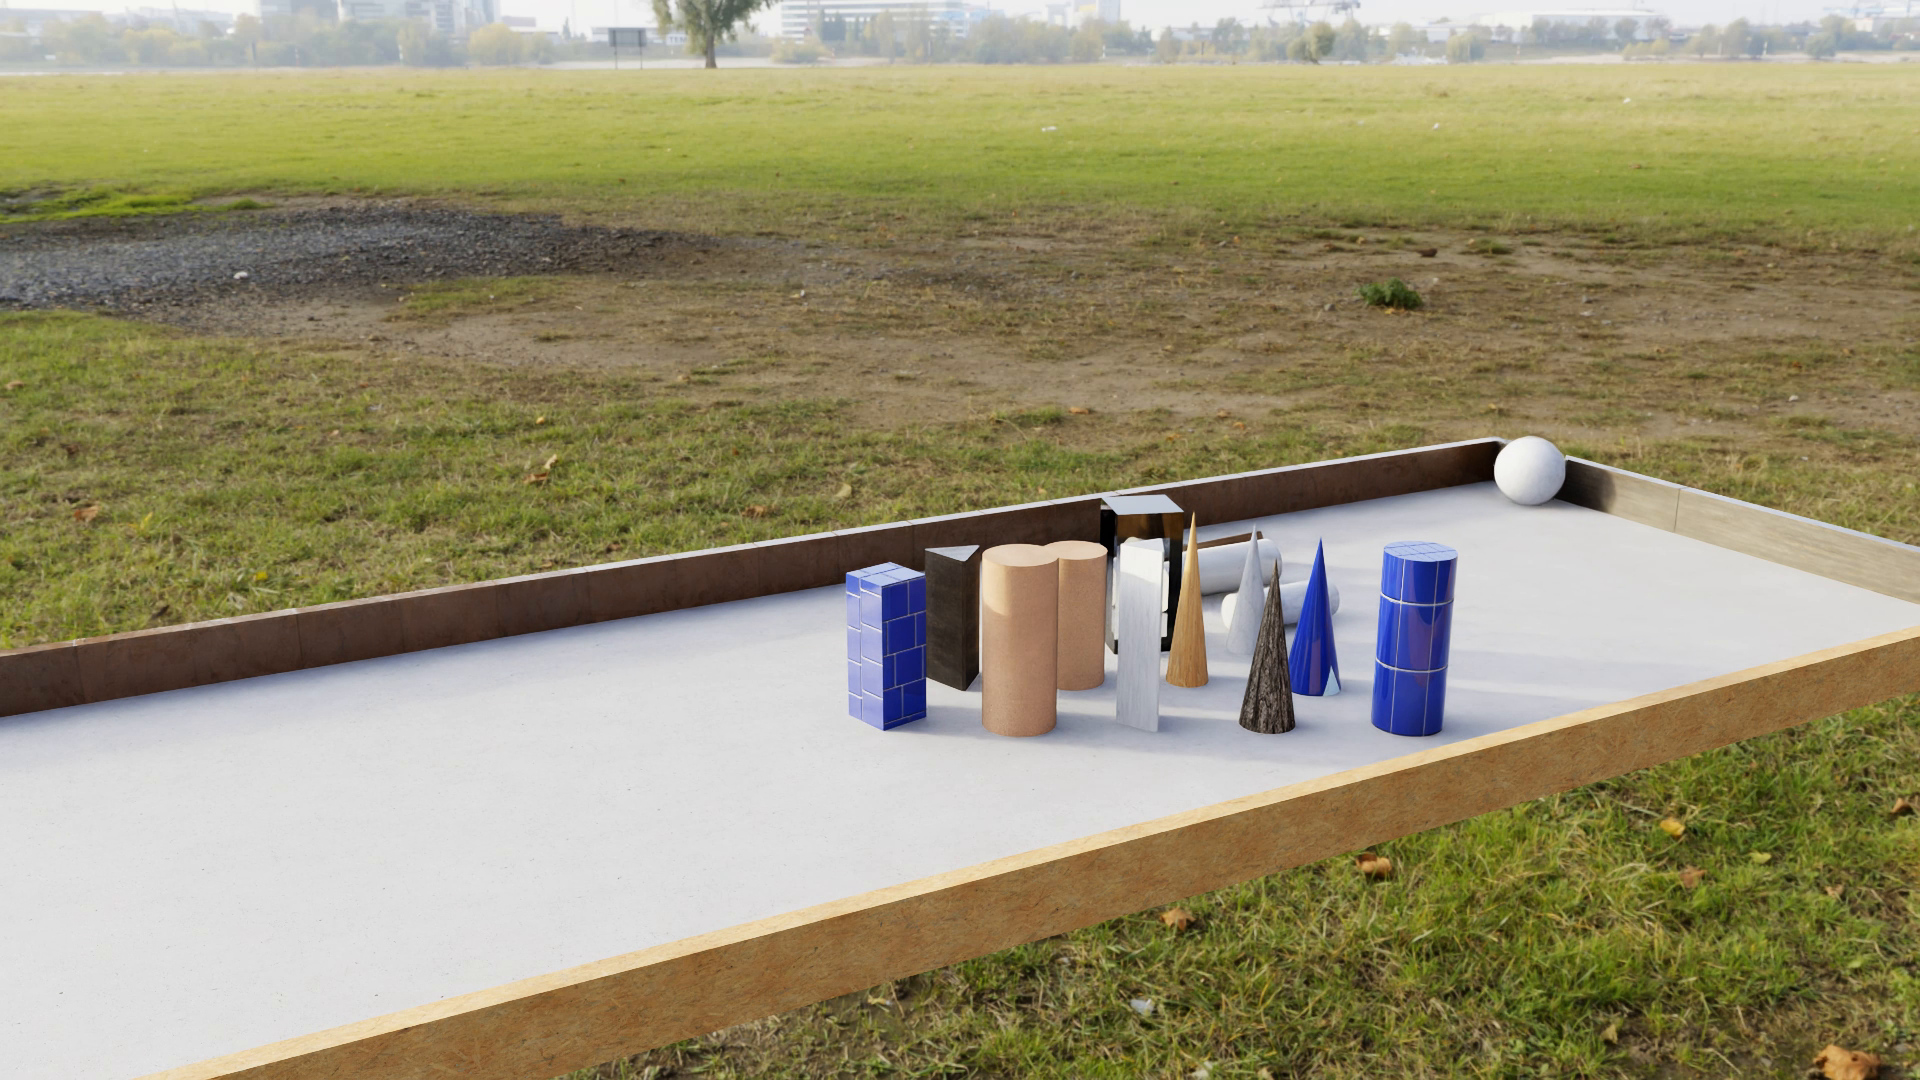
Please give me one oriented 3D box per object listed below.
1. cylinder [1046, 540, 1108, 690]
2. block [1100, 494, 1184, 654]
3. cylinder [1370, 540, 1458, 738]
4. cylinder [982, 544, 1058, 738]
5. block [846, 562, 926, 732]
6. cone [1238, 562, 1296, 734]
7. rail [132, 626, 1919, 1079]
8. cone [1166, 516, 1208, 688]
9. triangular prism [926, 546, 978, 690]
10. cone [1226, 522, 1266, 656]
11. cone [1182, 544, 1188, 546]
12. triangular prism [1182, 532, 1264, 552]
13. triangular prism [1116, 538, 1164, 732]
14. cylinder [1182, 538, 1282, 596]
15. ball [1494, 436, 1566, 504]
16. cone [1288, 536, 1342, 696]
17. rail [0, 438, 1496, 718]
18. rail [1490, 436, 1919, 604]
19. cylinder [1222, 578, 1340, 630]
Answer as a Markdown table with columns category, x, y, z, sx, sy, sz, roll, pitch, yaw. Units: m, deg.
| category | x | y | z | sx | sy | sz | roll | pitch | yaw |
| --- | --- | --- | --- | --- | --- | --- | --- | --- | --- |
| cylinder | 0.283 | 0.188 | 4.114 | 0.161 | 0.340 | 0.161 | 0 | 16 | 0 |
| block | 0.477 | 0.090 | 4.374 | 0.176 | 0.381 | 0.176 | -3 | 17 | -9 |
| cylinder | 1.052 | 0.228 | 3.825 | 0.165 | 0.424 | 0.165 | 0 | 16 | 0 |
| cylinder | 0.139 | 0.232 | 3.832 | 0.176 | 0.413 | 0.176 | 0 | 16 | 0 |
| block | -0.172 | 0.249 | 3.879 | 0.132 | 0.355 | 0.132 | -14 | 21 | -39 |
| cone | 0.723 | 0.234 | 3.830 | 0.132 | 0.411 | 0.132 | 0 | 16 | 0 |
| rail | -2.336 | 1.006 | 1.665 | 12.000 | 0.150 | 0.050 | -9 | 18 | -27 |
| cone | 0.572 | 0.138 | 4.094 | 0.107 | 0.445 | 0.107 | 0 | 16 | 0 |
| triangular prism | 0.004 | 0.187 | 4.122 | 0.120 | 0.337 | 0.138 | -15 | 22 | -42 |
| cone | 0.767 | 0.120 | 4.334 | 0.120 | 0.345 | 0.120 | 0 | 16 | 0 |
| cone | 0.701 | 0.047 | 5.073 | 0.445 | 0.136 | 0.136 | 2 | 14 | -27 |
| triangular prism | 0.737 | 0.055 | 4.978 | 0.448 | 0.102 | 0.118 | -10 | 19 | -31 |
| triangular prism | 0.439 | 0.217 | 3.840 | 0.109 | 0.437 | 0.094 | 11 | 19 | 32 |
| cylinder | 0.731 | 0.091 | 4.803 | 0.411 | 0.137 | 0.137 | -8 | 18 | -26 |
| ball | 1.991 | -0.244 | 5.762 | 0.238 | 0.238 | 0.238 | 0 | 16 | 0 |
| cone | 0.877 | 0.177 | 4.062 | 0.145 | 0.390 | 0.145 | 0 | 16 | 0 |
| rail | -3.305 | 0.497 | 3.399 | 12.000 | 0.150 | 0.050 | -9 | 18 | -27 |
| rail | 2.466 | -0.048 | 5.253 | 0.050 | 0.150 | 2.100 | -9 | 18 | -27 |
| cylinder | 0.886 | 0.180 | 4.549 | 0.323 | 0.110 | 0.110 | -9 | 18 | -27 |
